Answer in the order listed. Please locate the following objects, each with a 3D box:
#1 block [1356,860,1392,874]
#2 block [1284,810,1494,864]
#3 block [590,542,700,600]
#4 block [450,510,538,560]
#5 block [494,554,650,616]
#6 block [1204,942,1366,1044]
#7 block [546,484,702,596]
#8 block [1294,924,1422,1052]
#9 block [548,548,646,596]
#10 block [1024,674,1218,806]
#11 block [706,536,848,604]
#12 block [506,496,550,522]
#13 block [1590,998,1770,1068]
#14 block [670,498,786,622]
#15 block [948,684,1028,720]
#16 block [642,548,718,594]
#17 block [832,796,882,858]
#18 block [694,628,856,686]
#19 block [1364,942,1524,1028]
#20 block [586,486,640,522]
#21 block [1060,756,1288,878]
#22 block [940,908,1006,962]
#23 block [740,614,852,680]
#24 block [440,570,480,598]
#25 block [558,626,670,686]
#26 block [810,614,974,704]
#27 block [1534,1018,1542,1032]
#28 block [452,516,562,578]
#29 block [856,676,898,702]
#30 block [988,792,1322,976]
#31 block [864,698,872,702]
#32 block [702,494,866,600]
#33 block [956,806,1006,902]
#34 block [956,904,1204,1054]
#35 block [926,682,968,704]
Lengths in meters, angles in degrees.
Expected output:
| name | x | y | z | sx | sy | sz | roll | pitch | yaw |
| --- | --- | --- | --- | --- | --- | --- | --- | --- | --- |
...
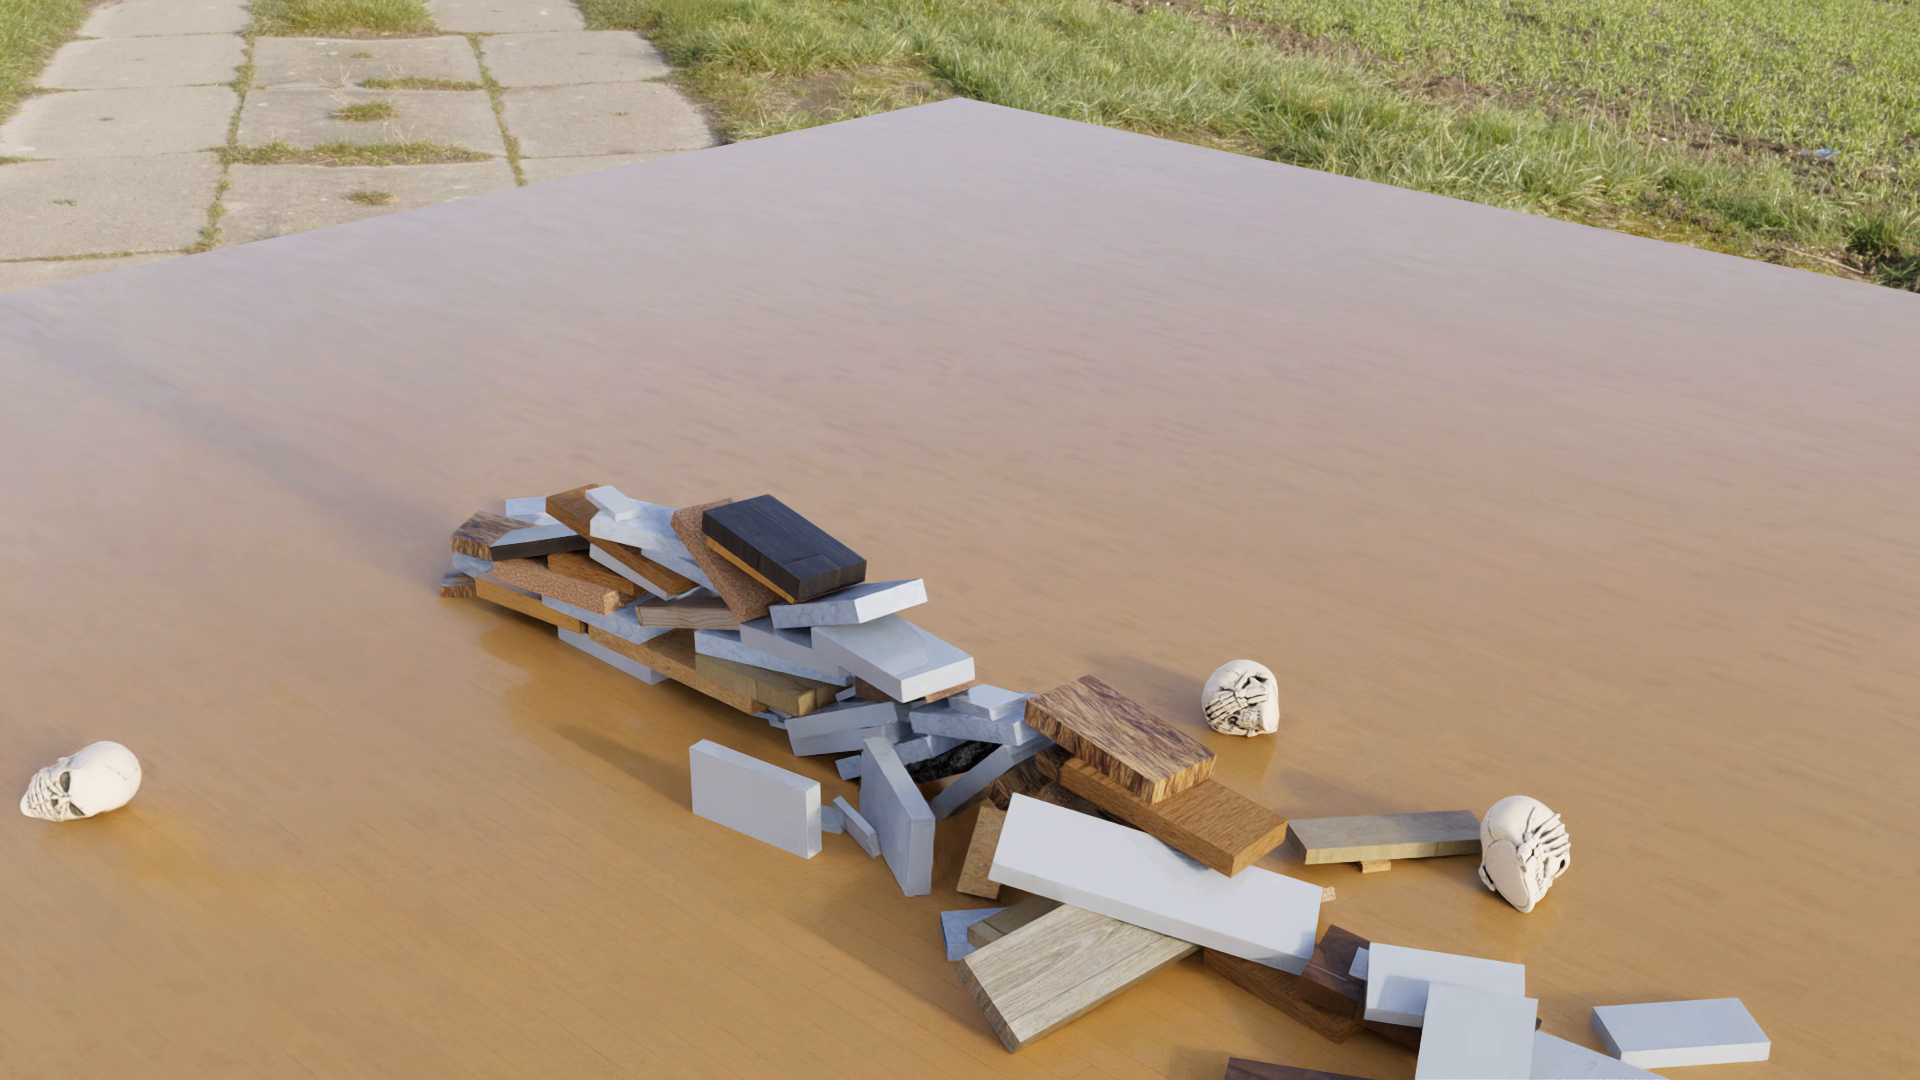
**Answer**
| name | x | y | z | sx | sy | sz | roll | pitch | yaw |
| --- | --- | --- | --- | --- | --- | --- | --- | --- | --- |
| block | 0.793 | 0.611 | 4.299 | 0.058 | 0.016 | 0.115 | -5 | 23 | -11 |
| block | 0.841 | 0.581 | 4.312 | 0.394 | 0.033 | 0.115 | -1 | 23 | -14 |
| block | -0.707 | 0.053 | 4.995 | 0.256 | 0.036 | 0.128 | 27 | 33 | 32 |
| block | -1.002 | 0.034 | 5.499 | 0.520 | 0.043 | 0.152 | 13 | 29 | 10 |
| block | -0.899 | 0.080 | 5.134 | 0.353 | 0.050 | 0.176 | 16 | 28 | 32 |
| block | 0.600 | 0.772 | 3.885 | 0.157 | 0.044 | 0.314 | -19 | 29 | -37 |
| block | -0.749 | -0.006 | 5.015 | 0.139 | 0.039 | 0.469 | -20 | 38 | -42 |
| block | 0.750 | 0.782 | 3.762 | 0.314 | 0.044 | 0.157 | 22 | 34 | 19 |
| block | -0.810 | 0.060 | 5.070 | 0.256 | 0.036 | 0.128 | 15 | 27 | 29 |
| block | 0.296 | 0.367 | 4.092 | 0.167 | 0.047 | 0.335 | -19 | 36 | -39 |
| block | -0.389 | 0.036 | 4.693 | 0.151 | 0.043 | 0.302 | -18 | 36 | -39 |
| block | -1.102 | -0.081 | 5.910 | 0.230 | 0.033 | 0.115 | -4 | 23 | -10 |
| block | 1.223 | 0.838 | 3.738 | 0.259 | 0.037 | 0.130 | -2 | 23 | -6 |
| block | -0.488 | 0.040 | 4.782 | 0.151 | 0.043 | 0.301 | -15 | 55 | -38 |
| block | 0.054 | 0.316 | 4.293 | 0.085 | 0.024 | 0.170 | -17 | 13 | -26 |
| block | -0.559 | 0.044 | 4.882 | 0.277 | 0.039 | 0.139 | 25 | 32 | 30 |
| block | -0.203 | 0.563 | 4.324 | 0.018 | 0.064 | 0.128 | -30 | 43 | -22 |
| block | -0.366 | 0.228 | 4.770 | 0.393 | 0.048 | 0.168 | 11 | 24 | 29 |
| block | 0.815 | 0.760 | 3.698 | 0.259 | 0.037 | 0.130 | 7 | 47 | 7 |
| block | -0.777 | -0.083 | 4.922 | 0.065 | 0.018 | 0.130 | -15 | 35 | -37 |
| block | 0.387 | 0.477 | 4.005 | 0.385 | 0.047 | 0.167 | 26 | 34 | 34 |
| block | 0.085 | 0.718 | 4.027 | 0.230 | 0.033 | 0.115 | -3 | 23 | -6 |
| block | -0.297 | 0.208 | 4.645 | 0.168 | 0.048 | 0.336 | -21 | 24 | -38 |
| block | -1.183 | 0.108 | 5.470 | 0.201 | 0.028 | 0.100 | -1 | 23 | -2 |
| block | -0.764 | 0.233 | 5.147 | 0.353 | 0.050 | 0.176 | 21 | 31 | 40 |
| block | -0.138 | 0.227 | 4.413 | 0.170 | 0.048 | 0.339 | -17 | 25 | -31 |
| block | 0.917 | 0.800 | 3.716 | 0.115 | 0.016 | 0.058 | 30 | 36 | 33 |
| block | -1.109 | 0.015 | 5.590 | 0.115 | 0.033 | 0.368 | 24 | 32 | 30 |
| block | -0.167 | 0.290 | 4.458 | 0.018 | 0.064 | 0.128 | -4 | 4 | -38 |
| block | 0.349 | 0.609 | 3.905 | 0.579 | 0.048 | 0.170 | 17 | 43 | 3 |
| block | -0.133 | 0.305 | 4.526 | 0.122 | 0.017 | 0.061 | -14 | 6 | 33 |
| block | -0.374 | 0.012 | 4.642 | 0.174 | 0.049 | 0.347 | -16 | 35 | -38 |
| block | 0.058 | 0.596 | 4.173 | 0.085 | 0.169 | 0.024 | 8 | -21 | 27 |
| block | 0.267 | 0.703 | 3.878 | 0.564 | 0.049 | 0.174 | -21 | 63 | -32 |
| block | -0.028 | 0.299 | 4.426 | 0.085 | 0.024 | 0.170 | -20 | -1 | 0 |
